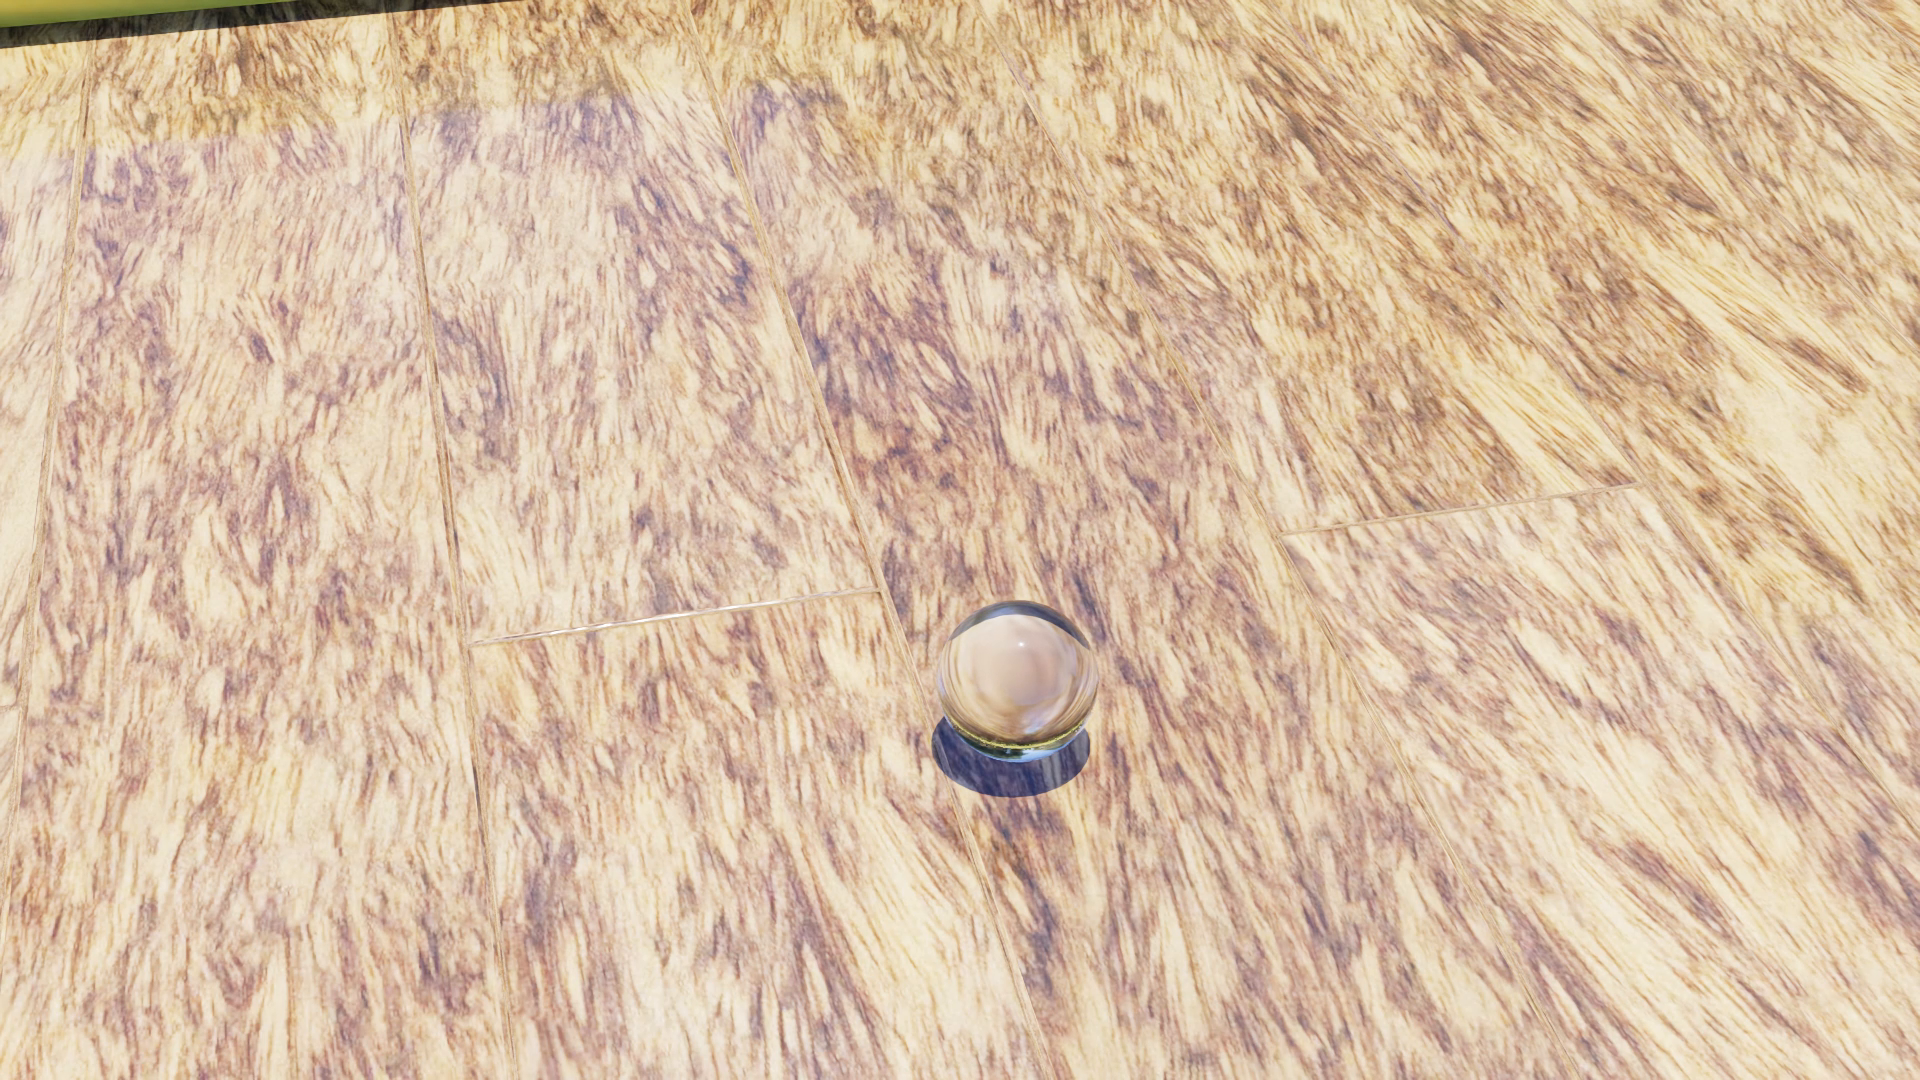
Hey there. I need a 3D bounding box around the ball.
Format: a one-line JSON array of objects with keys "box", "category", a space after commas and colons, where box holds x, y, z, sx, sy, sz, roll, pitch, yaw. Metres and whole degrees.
[{"box": [0.032, 0.077, 1.411, 0.089, 0.089, 0.089, 0, 36, 0], "category": "ball"}]

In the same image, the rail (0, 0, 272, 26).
[{"box": [0.585, -0.667, 2.406, 3.276, 0.123, 0.045, -8, 37, -10], "category": "rail"}]
